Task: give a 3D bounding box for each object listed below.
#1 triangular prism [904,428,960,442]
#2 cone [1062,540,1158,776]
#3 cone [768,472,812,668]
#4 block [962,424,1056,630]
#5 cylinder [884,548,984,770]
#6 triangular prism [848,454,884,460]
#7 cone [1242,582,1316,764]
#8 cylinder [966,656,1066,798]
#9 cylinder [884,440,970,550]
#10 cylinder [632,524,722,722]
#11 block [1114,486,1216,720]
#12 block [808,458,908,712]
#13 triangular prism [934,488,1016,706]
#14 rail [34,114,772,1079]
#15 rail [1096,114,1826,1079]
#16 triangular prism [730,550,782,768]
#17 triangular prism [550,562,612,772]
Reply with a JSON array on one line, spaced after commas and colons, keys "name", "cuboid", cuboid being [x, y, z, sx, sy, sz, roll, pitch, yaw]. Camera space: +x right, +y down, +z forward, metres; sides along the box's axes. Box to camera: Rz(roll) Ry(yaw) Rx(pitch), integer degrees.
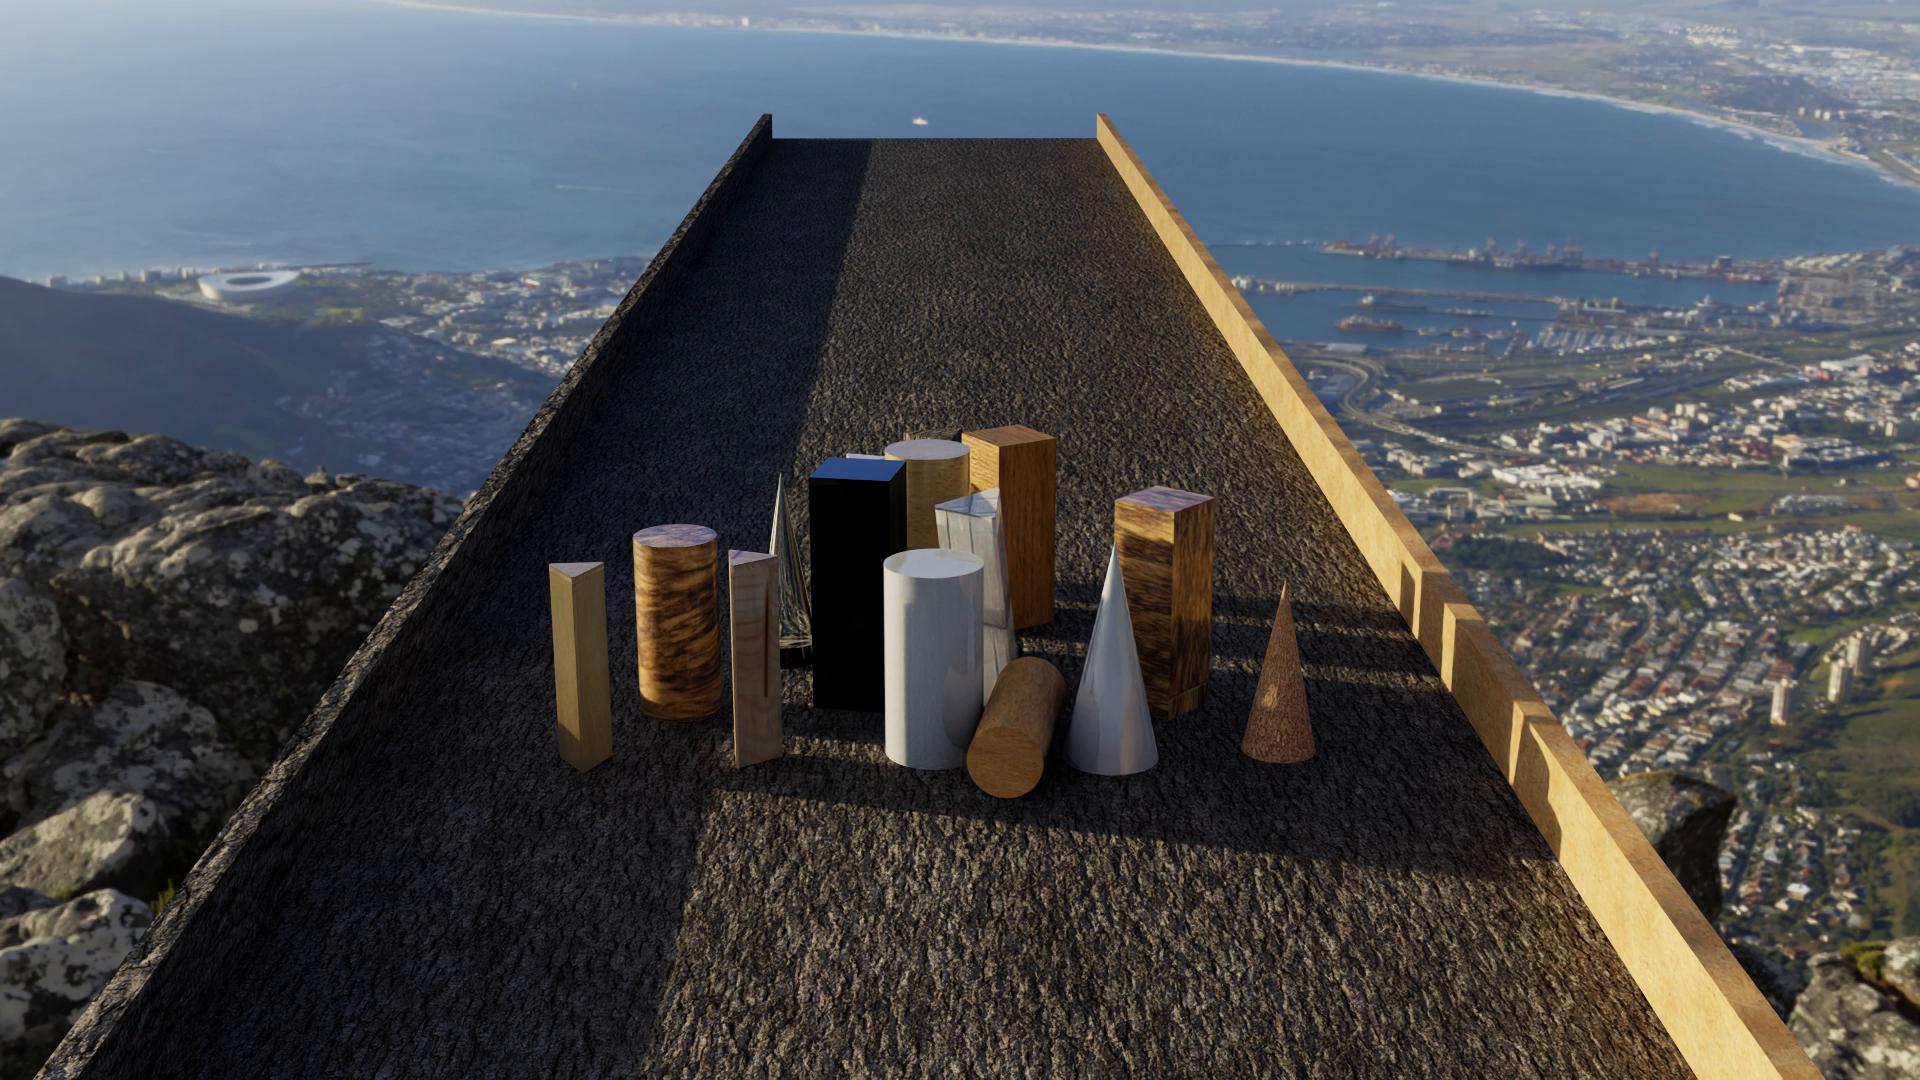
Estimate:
[{"name": "triangular prism", "cuboid": [-0.037, -0.075, 4.887, 0.131, 0.338, 0.114, 14, 22, 39]}, {"name": "cone", "cuboid": [0.269, 0.194, 3.868, 0.172, 0.403, 0.172, 0, 17, 0]}, {"name": "cone", "cuboid": [-0.352, 0.049, 4.379, 0.143, 0.389, 0.143, 0, 17, 0]}, {"name": "block", "cuboid": [0.101, -0.025, 4.610, 0.141, 0.400, 0.141, -10, 19, -31]}, {"name": "cylinder", "cuboid": [-0.046, 0.210, 3.902, 0.176, 0.353, 0.176, 0, 17, 0]}, {"name": "triangular prism", "cuboid": [-0.211, -0.009, 4.655, 0.091, 0.343, 0.079, -14, 22, -40]}, {"name": "cone", "cuboid": [0.573, 0.222, 3.914, 0.133, 0.322, 0.133, 0, 17, 0]}, {"name": "cylinder", "cuboid": [0.104, 0.327, 3.896, 0.132, 0.132, 0.353, 3, 17, 9]}, {"name": "cylinder", "cuboid": [-0.064, 0.028, 4.378, 0.168, 0.430, 0.168, 0, 17, 0]}, {"name": "cylinder", "cuboid": [-0.527, 0.154, 4.113, 0.154, 0.339, 0.154, 0, 17, 0]}, {"name": "block", "cuboid": [0.380, 0.117, 4.126, 0.133, 0.404, 0.133, 14, 21, 38]}, {"name": "block", "cuboid": [-0.189, 0.084, 4.152, 0.151, 0.451, 0.151, 3, 17, 10]}, {"name": "triangular prism", "cuboid": [0.059, 0.108, 4.122, 0.130, 0.406, 0.113, 12, 31, 33]}, {"name": "rail", "cuboid": [-1.118, -0.838, 7.780, 0.050, 0.150, 12.000, 0, 17, -1]}, {"name": "rail", "cuboid": [0.932, -0.844, 7.801, 0.050, 0.150, 12.000, 0, 17, -1]}, {"name": "triangular prism", "cuboid": [-0.379, 0.205, 3.882, 0.094, 0.373, 0.082, -12, 21, -36]}, {"name": "triangular prism", "cuboid": [-0.655, 0.218, 3.863, 0.080, 0.360, 0.093, -12, 20, -34]}]
